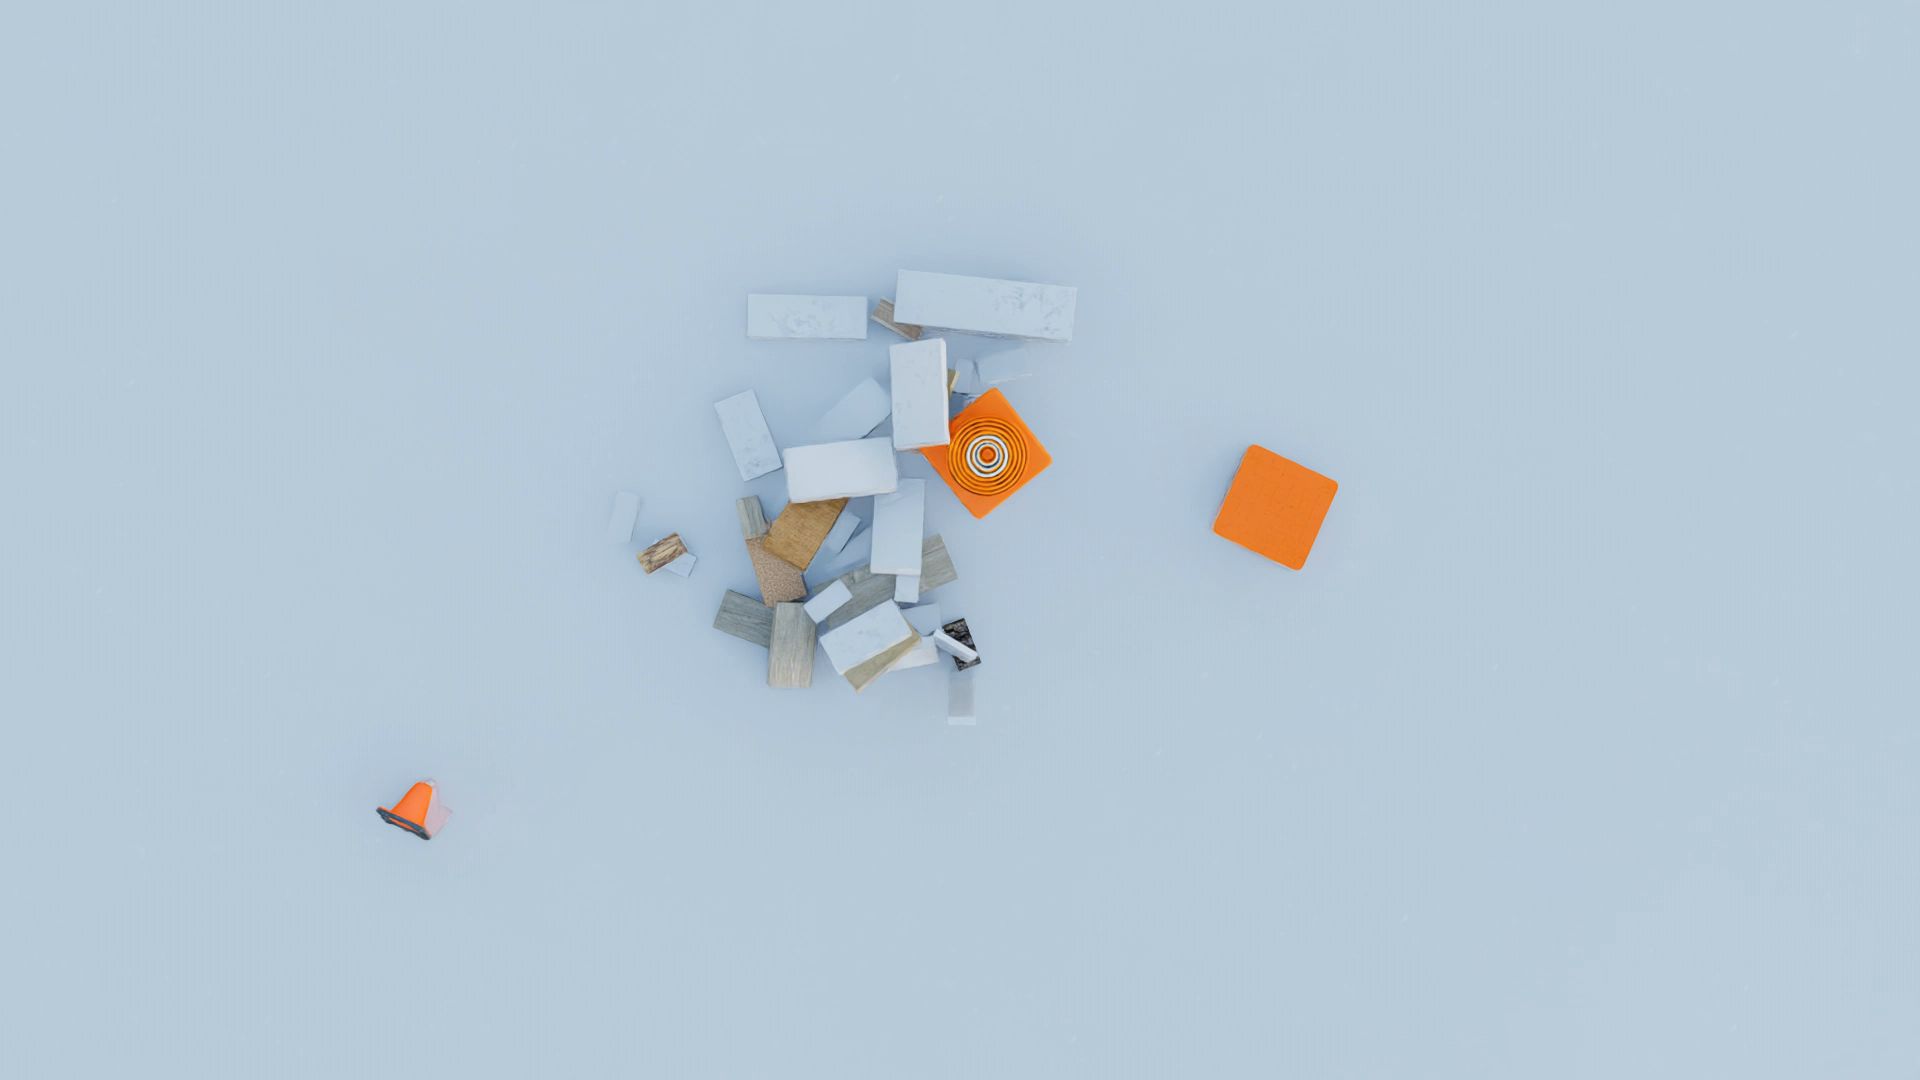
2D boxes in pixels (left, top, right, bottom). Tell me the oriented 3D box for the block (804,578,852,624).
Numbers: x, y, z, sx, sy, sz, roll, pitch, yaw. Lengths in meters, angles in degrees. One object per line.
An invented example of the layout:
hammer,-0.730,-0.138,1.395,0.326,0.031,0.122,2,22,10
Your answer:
block,-0.432,0.201,5.401,0.149,0.021,0.075,-37,91,-1

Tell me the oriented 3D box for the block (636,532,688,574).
block,-0.988,0.045,5.468,0.152,0.022,0.076,-31,90,0

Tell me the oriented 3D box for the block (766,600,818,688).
block,-0.552,0.344,5.441,0.140,0.040,0.281,4,97,-21

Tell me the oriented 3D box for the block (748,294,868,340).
block,-0.506,-0.741,5.480,0.392,0.039,0.138,1,90,0

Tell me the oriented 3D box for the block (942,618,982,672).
block,0.006,0.348,5.489,0.080,0.023,0.160,-21,90,0

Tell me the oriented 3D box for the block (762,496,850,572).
block,-0.498,-0.075,5.416,0.162,0.046,0.324,31,75,-1

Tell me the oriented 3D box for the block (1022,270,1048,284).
block,0.192,-0.798,5.487,0.232,0.024,0.084,-33,88,0

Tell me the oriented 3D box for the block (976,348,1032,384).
block,0.146,-0.578,5.488,0.168,0.024,0.084,-13,90,0

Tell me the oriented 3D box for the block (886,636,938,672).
block,-0.216,0.384,5.428,0.281,0.140,0.040,-11,64,0

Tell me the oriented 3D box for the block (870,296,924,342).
block,-0.203,-0.733,5.488,0.168,0.024,0.084,29,90,0

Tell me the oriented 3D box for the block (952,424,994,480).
block,0.043,-0.293,5.462,0.085,0.024,0.169,20,101,-10

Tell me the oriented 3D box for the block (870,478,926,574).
block,-0.203,-0.047,5.412,0.162,0.046,0.324,2,66,0

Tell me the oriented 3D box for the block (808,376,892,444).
block,-0.356,-0.401,5.480,0.276,0.039,0.138,-41,90,0

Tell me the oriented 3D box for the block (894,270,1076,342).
block,0.083,-0.774,5.449,0.590,0.050,0.175,6,89,0

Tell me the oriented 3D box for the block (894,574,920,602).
block,-0.170,0.128,5.405,0.075,0.021,0.149,6,90,-1

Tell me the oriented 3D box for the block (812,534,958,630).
block,-0.244,0.140,5.438,0.454,0.046,0.162,-23,91,-1

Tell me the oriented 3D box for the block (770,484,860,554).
block,-0.479,-0.084,5.481,0.271,0.038,0.135,33,90,0

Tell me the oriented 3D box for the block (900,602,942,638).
block,-0.201,0.304,5.480,0.281,0.040,0.140,-11,90,0

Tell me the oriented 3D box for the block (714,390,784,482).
block,-0.702,-0.347,5.480,0.138,0.039,0.276,-21,90,0

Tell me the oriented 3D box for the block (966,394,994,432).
block,0.064,-0.394,5.463,0.085,0.024,0.169,3,104,-6

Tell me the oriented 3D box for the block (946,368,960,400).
block,-0.072,-0.490,5.470,0.085,0.024,0.169,21,90,27

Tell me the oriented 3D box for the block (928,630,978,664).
block,-0.026,0.350,5.423,0.160,0.080,0.023,31,69,-10

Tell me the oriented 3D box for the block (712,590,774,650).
block,-0.671,0.275,5.481,0.268,0.038,0.134,21,90,0

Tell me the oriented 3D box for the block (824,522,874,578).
block,-0.308,0.052,5.481,0.271,0.038,0.135,-43,90,0

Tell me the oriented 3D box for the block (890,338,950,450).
block,-0.133,-0.478,5.414,0.175,0.050,0.350,-6,76,14

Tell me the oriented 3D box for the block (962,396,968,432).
block,0.038,-0.417,5.476,0.057,0.016,0.113,2,104,-4

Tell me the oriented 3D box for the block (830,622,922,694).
block,-0.270,0.361,5.345,0.268,0.038,0.134,-39,67,-13

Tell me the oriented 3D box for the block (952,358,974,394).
block,0.009,-0.543,5.476,0.057,0.016,0.113,9,84,1

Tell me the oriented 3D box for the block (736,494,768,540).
block,-0.690,-0.075,5.448,0.075,0.021,0.149,-13,60,-9

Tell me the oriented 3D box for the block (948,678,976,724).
block,0.005,0.495,5.106,0.080,0.787,0.023,0,93,0

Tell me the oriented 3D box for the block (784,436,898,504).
block,-0.391,-0.230,5.411,0.350,0.050,0.175,-7,78,-7

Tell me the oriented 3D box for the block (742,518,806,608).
block,-0.615,0.076,5.461,0.135,0.038,0.271,-18,87,-12

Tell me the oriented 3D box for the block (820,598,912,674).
block,-0.305,0.313,5.329,0.268,0.038,0.134,-29,65,-9

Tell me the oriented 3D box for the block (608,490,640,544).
block,-1.118,-0.076,5.489,0.076,0.022,0.163,12,90,0

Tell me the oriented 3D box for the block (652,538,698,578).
block,-0.959,0.060,5.489,0.152,0.022,0.076,25,90,0

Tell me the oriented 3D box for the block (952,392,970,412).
block,0.003,-0.481,5.492,0.057,0.016,0.113,3,90,0
